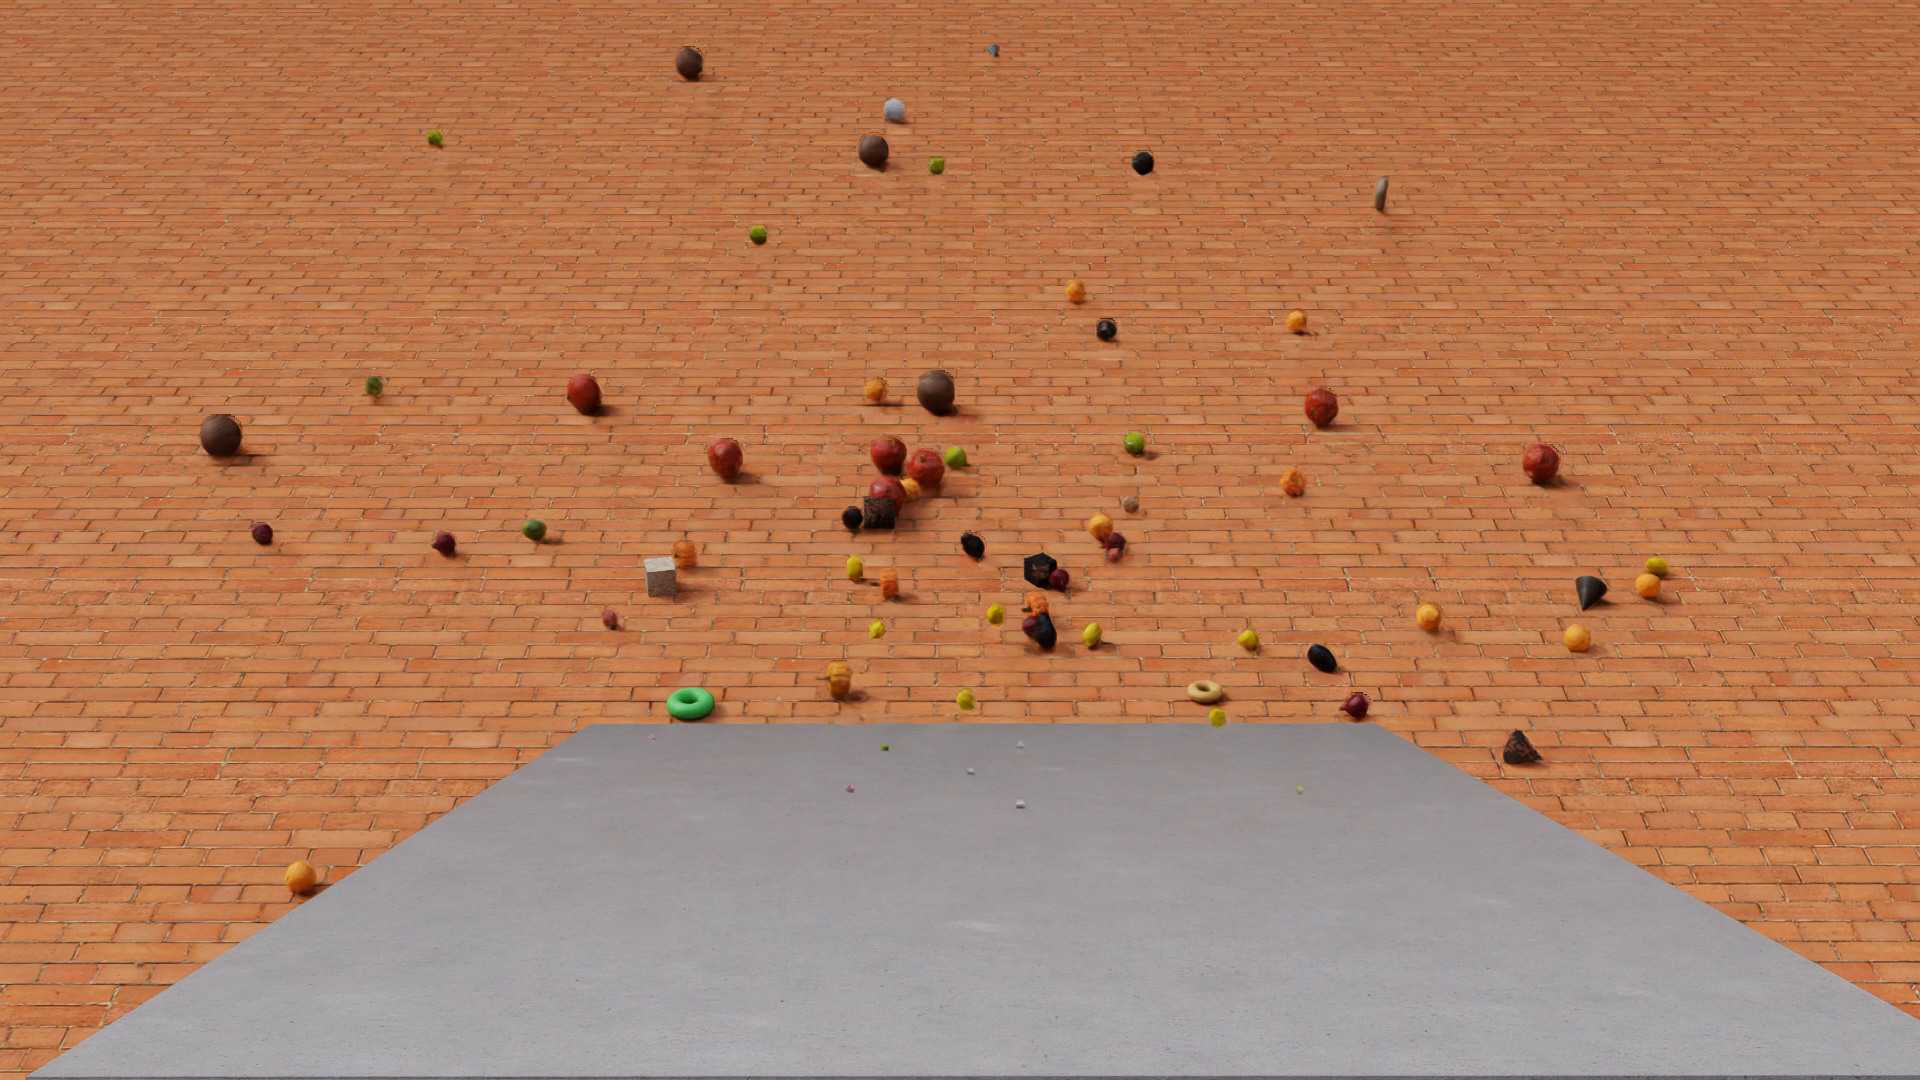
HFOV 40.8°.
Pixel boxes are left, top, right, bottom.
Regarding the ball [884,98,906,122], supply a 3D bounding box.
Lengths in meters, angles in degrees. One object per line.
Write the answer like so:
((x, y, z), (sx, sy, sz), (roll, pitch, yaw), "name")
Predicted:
((-0.286, -1.874, 11.253), (0.096, 0.096, 0.096), (0, 27, 0), "ball")

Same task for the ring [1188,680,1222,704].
((0.652, 0.404, 6.875), (0.095, 0.032, 0.095), (0, 26, 0), "ring")

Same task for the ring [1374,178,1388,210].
((1.666, -1.368, 10.212), (0.043, 0.130, 0.130), (9, 28, 7), "ring")

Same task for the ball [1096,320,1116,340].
((0.512, -0.736, 9.061), (0.070, 0.070, 0.070), (0, 27, 0), "ball")

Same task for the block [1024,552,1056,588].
((0.232, 0.087, 7.456), (0.067, 0.067, 0.067), (-19, 33, -32), "block")

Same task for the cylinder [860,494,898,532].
((-0.241, -0.079, 7.756), (0.090, 0.090, 0.090), (19, 29, 2), "cylinder")

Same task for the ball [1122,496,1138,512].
((0.519, -0.110, 7.858), (0.050, 0.050, 0.050), (0, 27, 0), "ball")

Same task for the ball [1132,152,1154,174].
((0.754, -1.551, 10.630), (0.090, 0.090, 0.090), (0, 27, 0), "ball")

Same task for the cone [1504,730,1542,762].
((1.451, 0.543, 6.594), (0.090, 0.090, 0.090), (25, 24, -12), "cone")

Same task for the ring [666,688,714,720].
((-0.711, 0.431, 6.811), (0.128, 0.043, 0.128), (-1, 27, 1), "ring")

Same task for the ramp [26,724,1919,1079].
((0.061, 0.553, 4.589), (2.000, 0.100, 4.000), (0, 1, 0), "ramp")

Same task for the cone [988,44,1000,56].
((0.159, -2.289, 12.141), (0.059, 0.059, 0.059), (-2, 54, -4), "cone")

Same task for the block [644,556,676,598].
((-0.860, 0.106, 7.403), (0.081, 0.081, 0.081), (-6, 28, -12), "block")
